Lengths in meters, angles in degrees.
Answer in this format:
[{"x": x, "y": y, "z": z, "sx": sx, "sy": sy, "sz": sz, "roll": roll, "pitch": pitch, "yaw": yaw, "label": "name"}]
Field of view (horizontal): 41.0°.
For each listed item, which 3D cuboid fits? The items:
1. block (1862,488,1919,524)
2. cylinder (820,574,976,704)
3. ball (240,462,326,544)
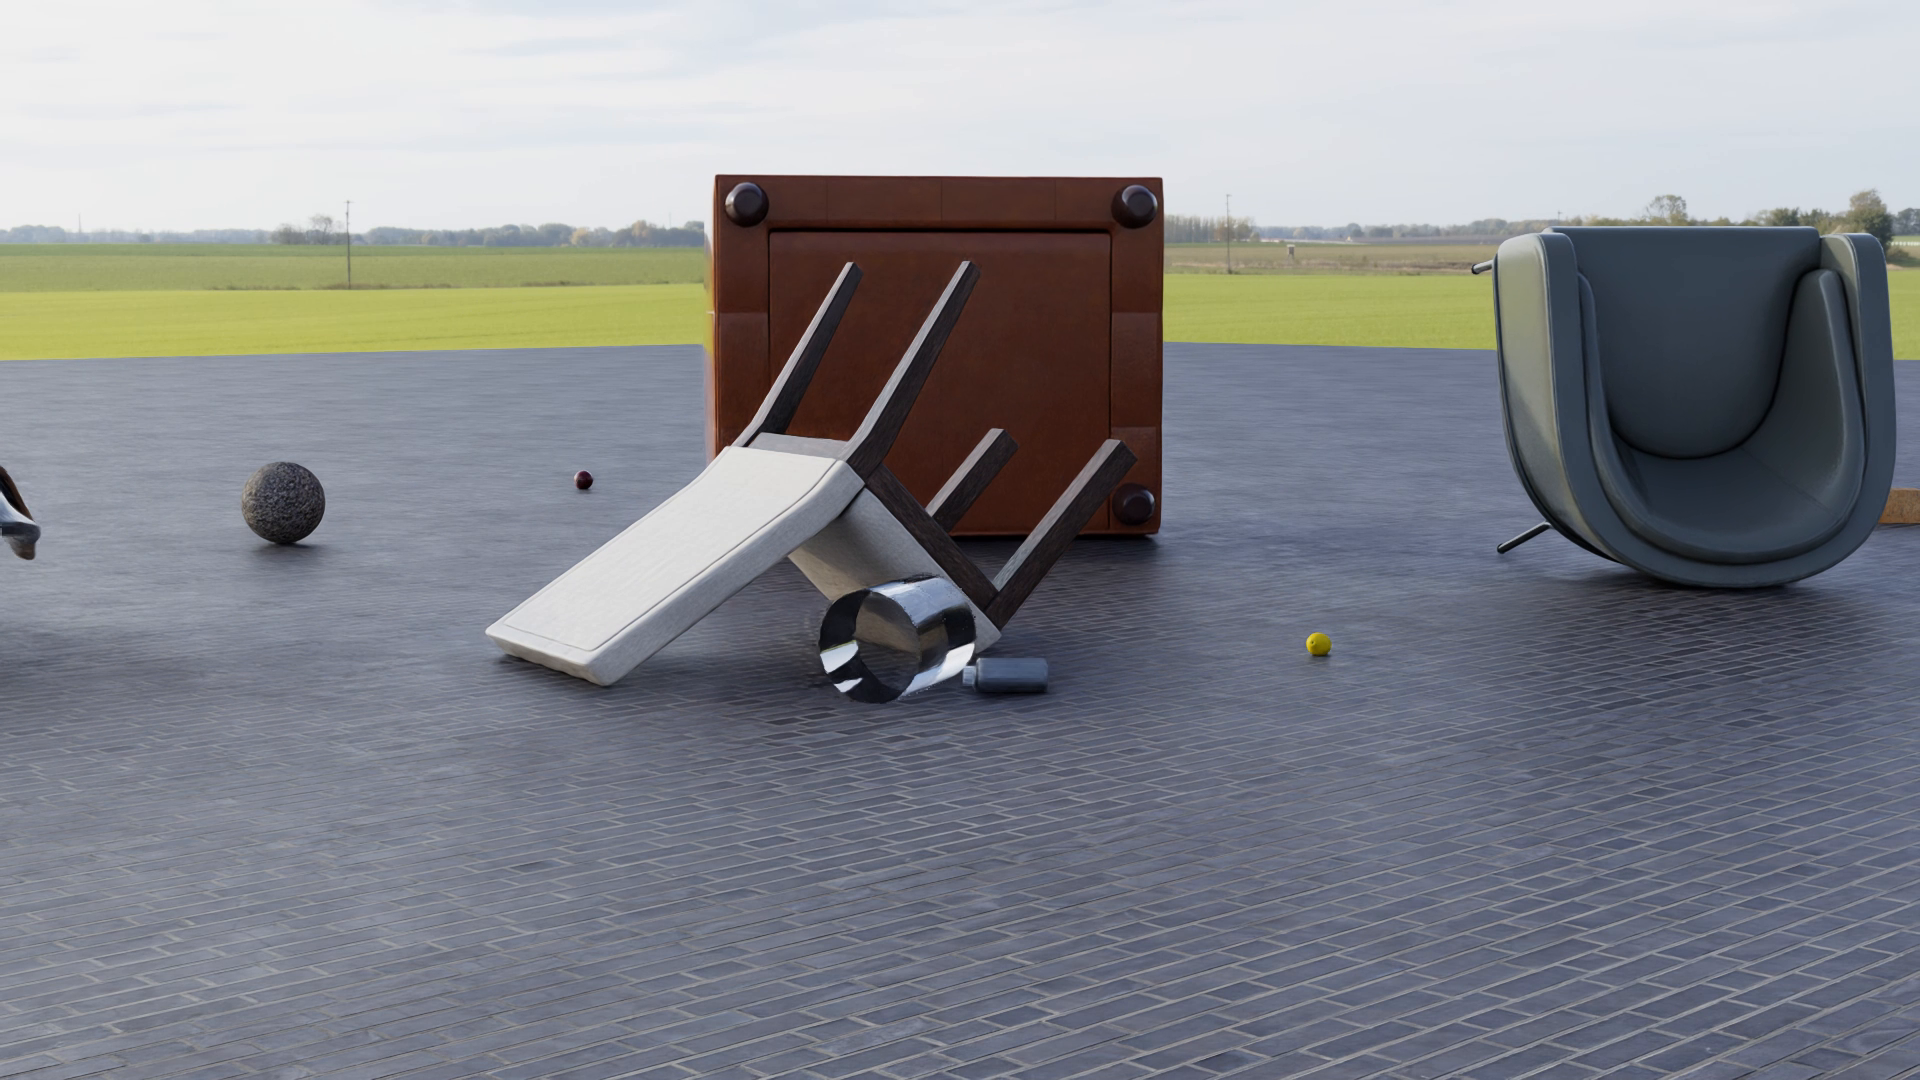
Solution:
[{"x": 2.503, "y": -0.094, "z": 6.894, "sx": 0.134, "sy": 0.088, "sz": 0.093, "roll": 1, "pitch": 6, "yaw": 10, "label": "block"}, {"x": -0.096, "y": 0.154, "z": 4.054, "sx": 0.169, "sy": 0.178, "sz": 0.230, "roll": -22, "pitch": -3, "yaw": 23, "label": "cylinder"}, {"x": -1.669, "y": -0.093, "z": 6.326, "sx": 0.202, "sy": 0.202, "sz": 0.202, "roll": 0, "pitch": 6, "yaw": 0, "label": "ball"}]
